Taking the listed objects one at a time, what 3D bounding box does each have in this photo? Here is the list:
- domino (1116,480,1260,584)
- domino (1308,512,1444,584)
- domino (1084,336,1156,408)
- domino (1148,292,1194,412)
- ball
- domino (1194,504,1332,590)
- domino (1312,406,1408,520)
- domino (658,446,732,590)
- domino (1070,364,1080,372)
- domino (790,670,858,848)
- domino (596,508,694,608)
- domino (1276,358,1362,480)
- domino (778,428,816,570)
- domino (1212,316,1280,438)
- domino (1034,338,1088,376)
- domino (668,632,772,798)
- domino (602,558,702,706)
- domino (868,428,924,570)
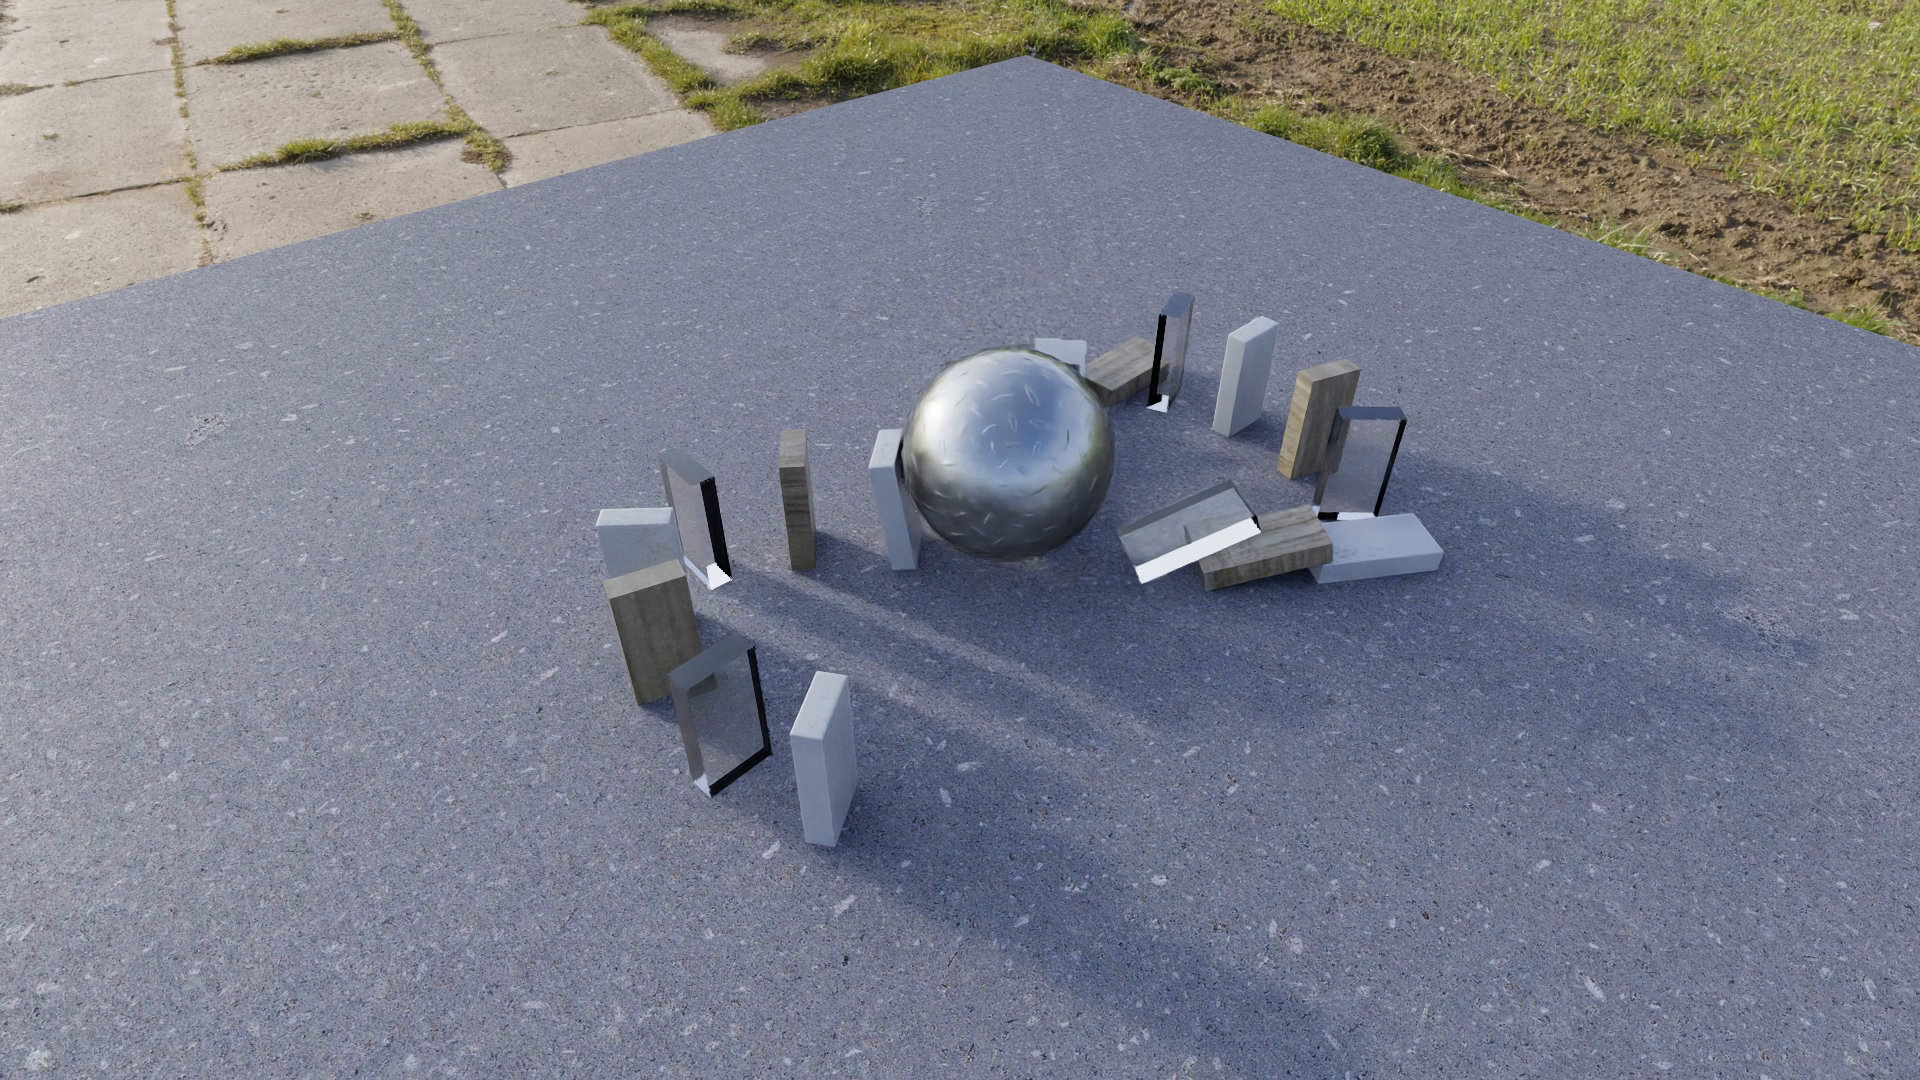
[{"bbox_3d":[0.089,-0.004,0.434,0.050,0.010,0.025,-24,39,4],"label":"domino"},{"bbox_3d":[0.163,0.003,0.440,0.050,0.009,0.025,-6,40,-7],"label":"domino"},{"bbox_3d":[0.081,-0.084,0.546,0.050,0.010,0.025,-32,49,-33],"label":"domino"},{"bbox_3d":[0.100,-0.089,0.520,0.010,0.050,0.025,17,42,19],"label":"domino"},{"bbox_3d":[0.018,-0.032,0.414,0.080,0.080,0.080,0,39,0],"label":"ball"},{"bbox_3d":[0.117,0.003,0.432,0.050,0.009,0.025,-13,40,3],"label":"domino"},{"bbox_3d":[0.162,-0.031,0.449,0.025,0.050,0.009,1,39,1],"label":"domino"},{"bbox_3d":[-0.101,-0.008,0.421,0.010,0.050,0.025,-28,47,-30],"label":"domino"},{"bbox_3d":[0.040,-0.059,0.502,0.025,0.010,0.050,6,60,6],"label":"domino"},{"bbox_3d":[-0.040,0.066,0.330,0.010,0.050,0.025,8,40,9],"label":"domino"},{"bbox_3d":[-0.113,0.011,0.398,0.025,0.050,0.009,-2,39,-2],"label":"domino"},{"bbox_3d":[0.154,-0.052,0.474,0.025,0.050,0.010,-16,42,-19],"label":"domino"},{"bbox_3d":[-0.063,-0.015,0.430,0.009,0.050,0.025,-3,39,-4],"label":"domino"},{"bbox_3d":[0.130,-0.074,0.502,0.025,0.050,0.009,-31,48,-32],"label":"domino"},{"bbox_3d":[0.046,-0.074,0.524,0.025,0.009,0.050,5,55,6],"label":"domino"},{"bbox_3d":[-0.074,0.055,0.344,0.009,0.050,0.025,31,48,32],"label":"domino"},{"bbox_3d":[-0.102,0.032,0.373,0.025,0.050,0.009,-18,43,-21],"label":"domino"},{"bbox_3d":[-0.024,-0.015,0.429,0.010,0.050,0.025,-3,39,10],"label":"domino"}]
